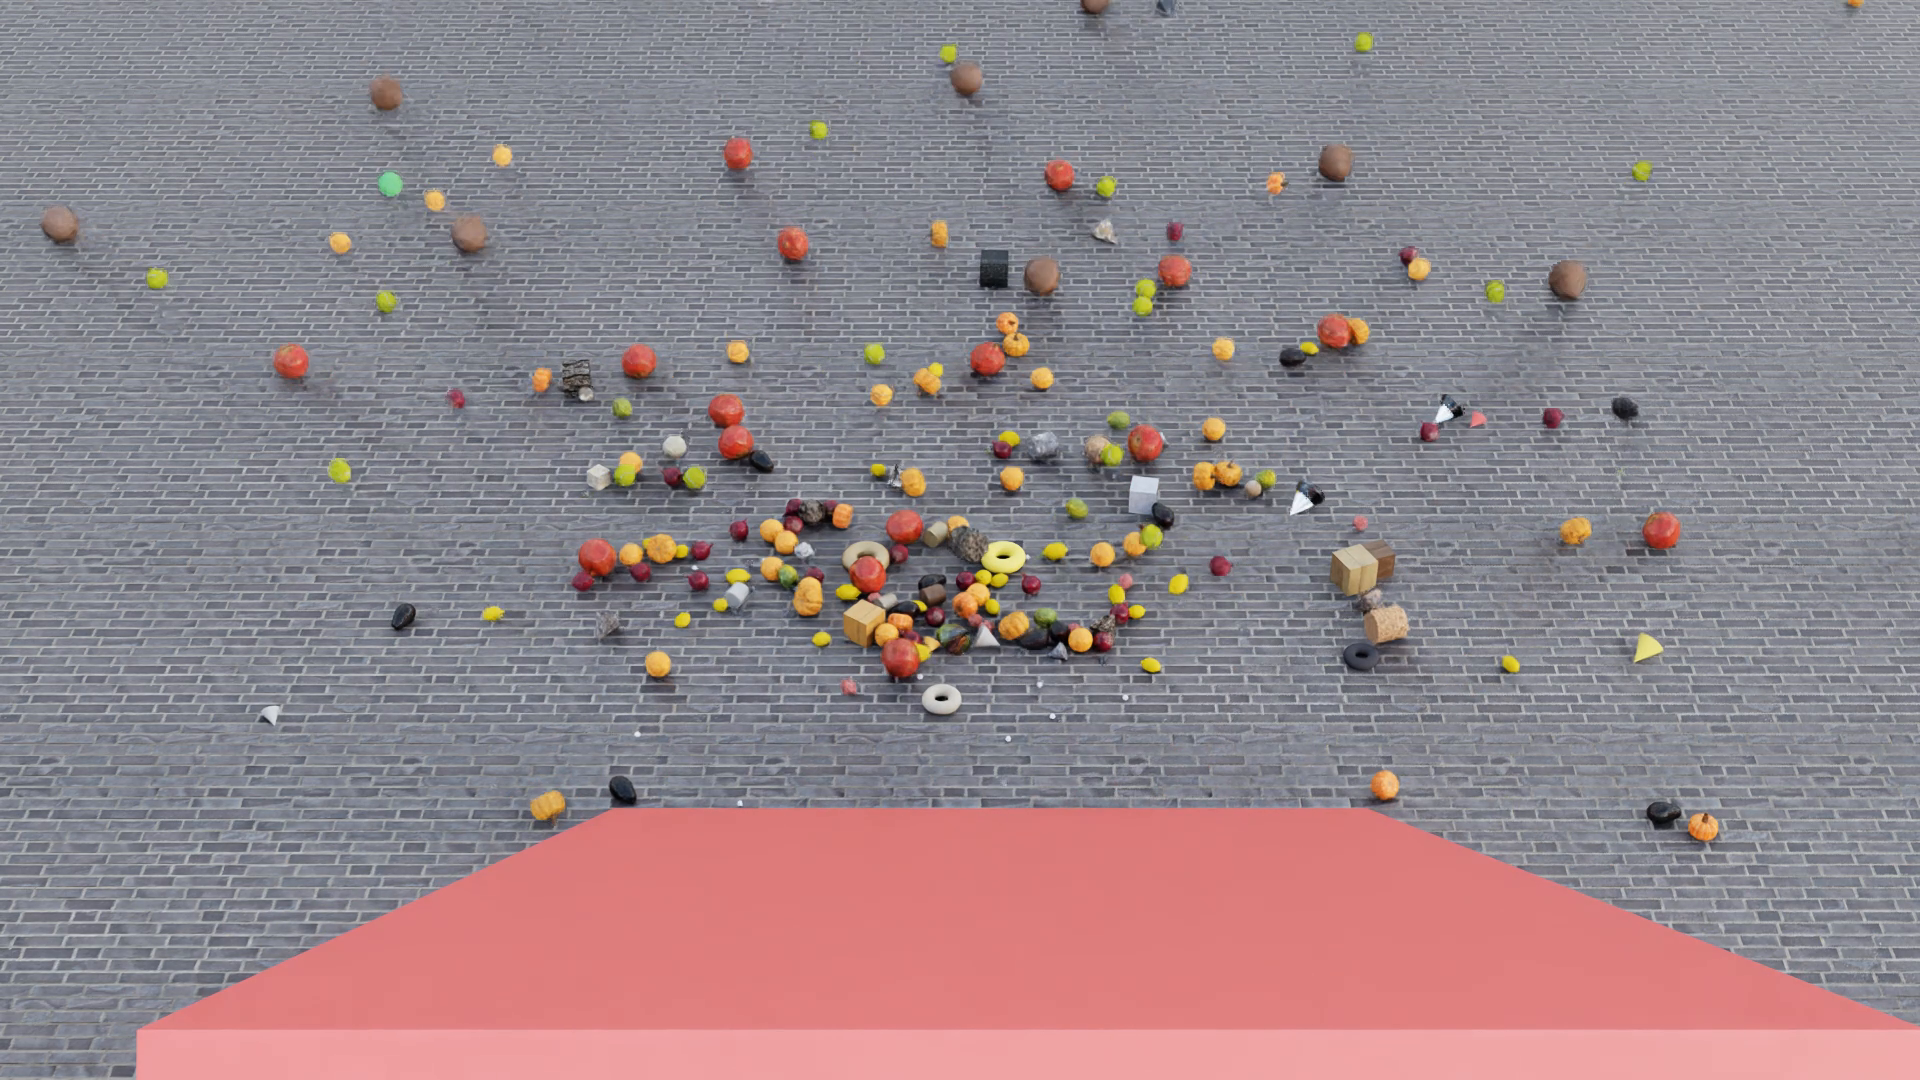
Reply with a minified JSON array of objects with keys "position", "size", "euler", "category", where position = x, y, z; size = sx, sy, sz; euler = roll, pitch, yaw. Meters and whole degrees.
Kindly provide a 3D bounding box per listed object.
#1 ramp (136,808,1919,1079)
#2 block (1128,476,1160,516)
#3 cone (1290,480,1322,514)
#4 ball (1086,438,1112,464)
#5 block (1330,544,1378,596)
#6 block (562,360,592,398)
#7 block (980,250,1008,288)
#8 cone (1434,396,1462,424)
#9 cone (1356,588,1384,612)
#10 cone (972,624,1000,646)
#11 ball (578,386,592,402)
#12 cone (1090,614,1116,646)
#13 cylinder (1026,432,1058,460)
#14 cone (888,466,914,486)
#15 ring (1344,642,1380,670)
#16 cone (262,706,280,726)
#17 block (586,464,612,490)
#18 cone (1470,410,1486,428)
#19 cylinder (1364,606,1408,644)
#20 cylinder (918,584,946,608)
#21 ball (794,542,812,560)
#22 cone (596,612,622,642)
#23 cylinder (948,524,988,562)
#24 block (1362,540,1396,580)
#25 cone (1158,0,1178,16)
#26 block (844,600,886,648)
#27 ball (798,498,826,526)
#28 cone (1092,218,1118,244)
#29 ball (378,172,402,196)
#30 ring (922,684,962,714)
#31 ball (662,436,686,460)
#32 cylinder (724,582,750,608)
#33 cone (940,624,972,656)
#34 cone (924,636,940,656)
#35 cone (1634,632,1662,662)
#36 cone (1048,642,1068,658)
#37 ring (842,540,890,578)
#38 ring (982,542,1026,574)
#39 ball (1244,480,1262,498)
[{"position":[0.080,0.680,4.902],"size":[2.000,0.100,4.000],"euler":[0,-2,0],"category":"ramp"},{"position":[0.574,-0.139,8.115],"size":[0.083,0.083,0.083],"euler":[6,37,8],"category":"block"},{"position":[1.062,-0.114,8.113],"size":[0.100,0.100,0.100],"euler":[32,74,36],"category":"cone"},{"position":[0.444,-0.286,8.309],"size":[0.087,0.087,0.087],"euler":[0,36,0],"category":"ball"},{"position":[1.180,0.090,7.791],"size":[0.099,0.099,0.099],"euler":[-16,39,-20],"category":"block"},{"position":[-1.274,-0.538,8.649],"size":[0.089,0.089,0.089],"euler":[-4,37,-5],"category":"block"},{"position":[0.122,-0.962,9.216],"size":[0.096,0.096,0.096],"euler":[2,37,2],"category":"block"},{"position":[1.584,-0.410,8.518],"size":[0.089,0.089,0.089],"euler":[-43,49,-9],"category":"cone"},{"position":[1.233,0.204,7.685],"size":[0.091,0.091,0.091],"euler":[-24,69,-29],"category":"cone"},{"position":[0.086,0.293,7.572],"size":[0.074,0.074,0.074],"euler":[27,36,-10],"category":"cone"},{"position":[-1.241,-0.483,8.607],"size":[0.050,0.050,0.050],"euler":[0,36,0],"category":"ball"},{"position":[0.433,0.276,7.592],"size":[0.084,0.084,0.084],"euler":[-16,66,-21],"category":"cone"},{"position":[0.264,-0.300,8.337],"size":[0.078,0.078,0.078],"euler":[-15,39,-19],"category":"cylinder"},{"position":[-0.180,-0.189,8.224],"size":[0.072,0.072,0.072],"euler":[24,35,-12],"category":"cone"},{"position":[1.159,0.337,7.512],"size":[0.104,0.035,0.104],"euler":[-1,37,1],"category":"ring"},{"position":[-1.930,0.500,7.300],"size":[0.052,0.052,0.052],"euler":[-14,65,-18],"category":"cone"},{"position":[-1.141,-0.198,8.220],"size":[0.052,0.052,0.052],"euler":[27,44,32],"category":"block"},{"position":[1.682,-0.386,8.499],"size":[0.052,0.052,0.052],"euler":[30,72,34],"category":"cone"},{"position":[1.242,0.247,7.583],"size":[0.095,0.095,0.095],"euler":[-11,38,-15],"category":"cylinder"},{"position":[-0.081,0.166,7.722],"size":[0.060,0.060,0.060],"euler":[-14,38,-33],"category":"cylinder"},{"position":[-0.475,0.035,7.903],"size":[0.054,0.054,0.054],"euler":[0,36,0],"category":"ball"},{"position":[-1.045,0.265,7.608],"size":[0.079,0.079,0.079],"euler":[18,67,22],"category":"cone"},{"position":[0.026,0.010,7.886],"size":[0.092,0.092,0.092],"euler":[-18,22,-23],"category":"cylinder"},{"position":[1.255,0.061,7.846],"size":[0.081,0.081,0.081],"euler":[-12,38,-16],"category":"block"},{"position":[0.883,-2.233,10.950],"size":[0.089,0.089,0.089],"euler":[-5,44,-7],"category":"cone"},{"position":[-0.279,0.244,7.594],"size":[0.087,0.087,0.087],"euler":[25,43,29],"category":"block"},{"position":[-0.458,-0.085,8.039],"size":[0.085,0.085,0.085],"euler":[0,36,0],"category":"ball"},{"position":[0.542,-1.106,9.457],"size":[0.091,0.091,0.091],"euler":[-33,74,-37],"category":"cone"},{"position":[-2.130,-1.330,9.720],"size":[0.089,0.089,0.089],"euler":[0,36,0],"category":"ball"},{"position":[-0.052,0.451,7.356],"size":[0.113,0.038,0.113],"euler":[0,38,0],"category":"ring"},{"position":[-0.915,-0.297,8.333],"size":[0.076,0.076,0.076],"euler":[0,36,0],"category":"ball"},{"position":[-0.663,0.165,7.726],"size":[0.057,0.057,0.057],"euler":[16,39,20],"category":"cylinder"},{"position":[0.006,0.274,7.512],"size":[0.096,0.096,0.096],"euler":[8,68,-21],"category":"cone"},{"position":[-0.092,0.316,7.548],"size":[0.054,0.054,0.054],"euler":[19,67,23],"category":"cone"},{"position":[1.975,0.325,7.527],"size":[0.080,0.080,0.080],"euler":[-47,51,-8],"category":"cone"},{"position":[0.275,0.327,7.533],"size":[0.055,0.055,0.055],"euler":[-20,32,19],"category":"cone"},{"position":[-0.285,0.057,7.878],"size":[0.148,0.049,0.148],"euler":[-1,37,1],"category":"ring"},{"position":[0.130,0.053,7.887],"size":[0.137,0.046,0.137],"euler":[-1,37,1],"category":"ring"},{"position":[0.920,-0.160,8.167],"size":[0.054,0.054,0.054],"euler":[0,36,0],"category":"ball"}]
